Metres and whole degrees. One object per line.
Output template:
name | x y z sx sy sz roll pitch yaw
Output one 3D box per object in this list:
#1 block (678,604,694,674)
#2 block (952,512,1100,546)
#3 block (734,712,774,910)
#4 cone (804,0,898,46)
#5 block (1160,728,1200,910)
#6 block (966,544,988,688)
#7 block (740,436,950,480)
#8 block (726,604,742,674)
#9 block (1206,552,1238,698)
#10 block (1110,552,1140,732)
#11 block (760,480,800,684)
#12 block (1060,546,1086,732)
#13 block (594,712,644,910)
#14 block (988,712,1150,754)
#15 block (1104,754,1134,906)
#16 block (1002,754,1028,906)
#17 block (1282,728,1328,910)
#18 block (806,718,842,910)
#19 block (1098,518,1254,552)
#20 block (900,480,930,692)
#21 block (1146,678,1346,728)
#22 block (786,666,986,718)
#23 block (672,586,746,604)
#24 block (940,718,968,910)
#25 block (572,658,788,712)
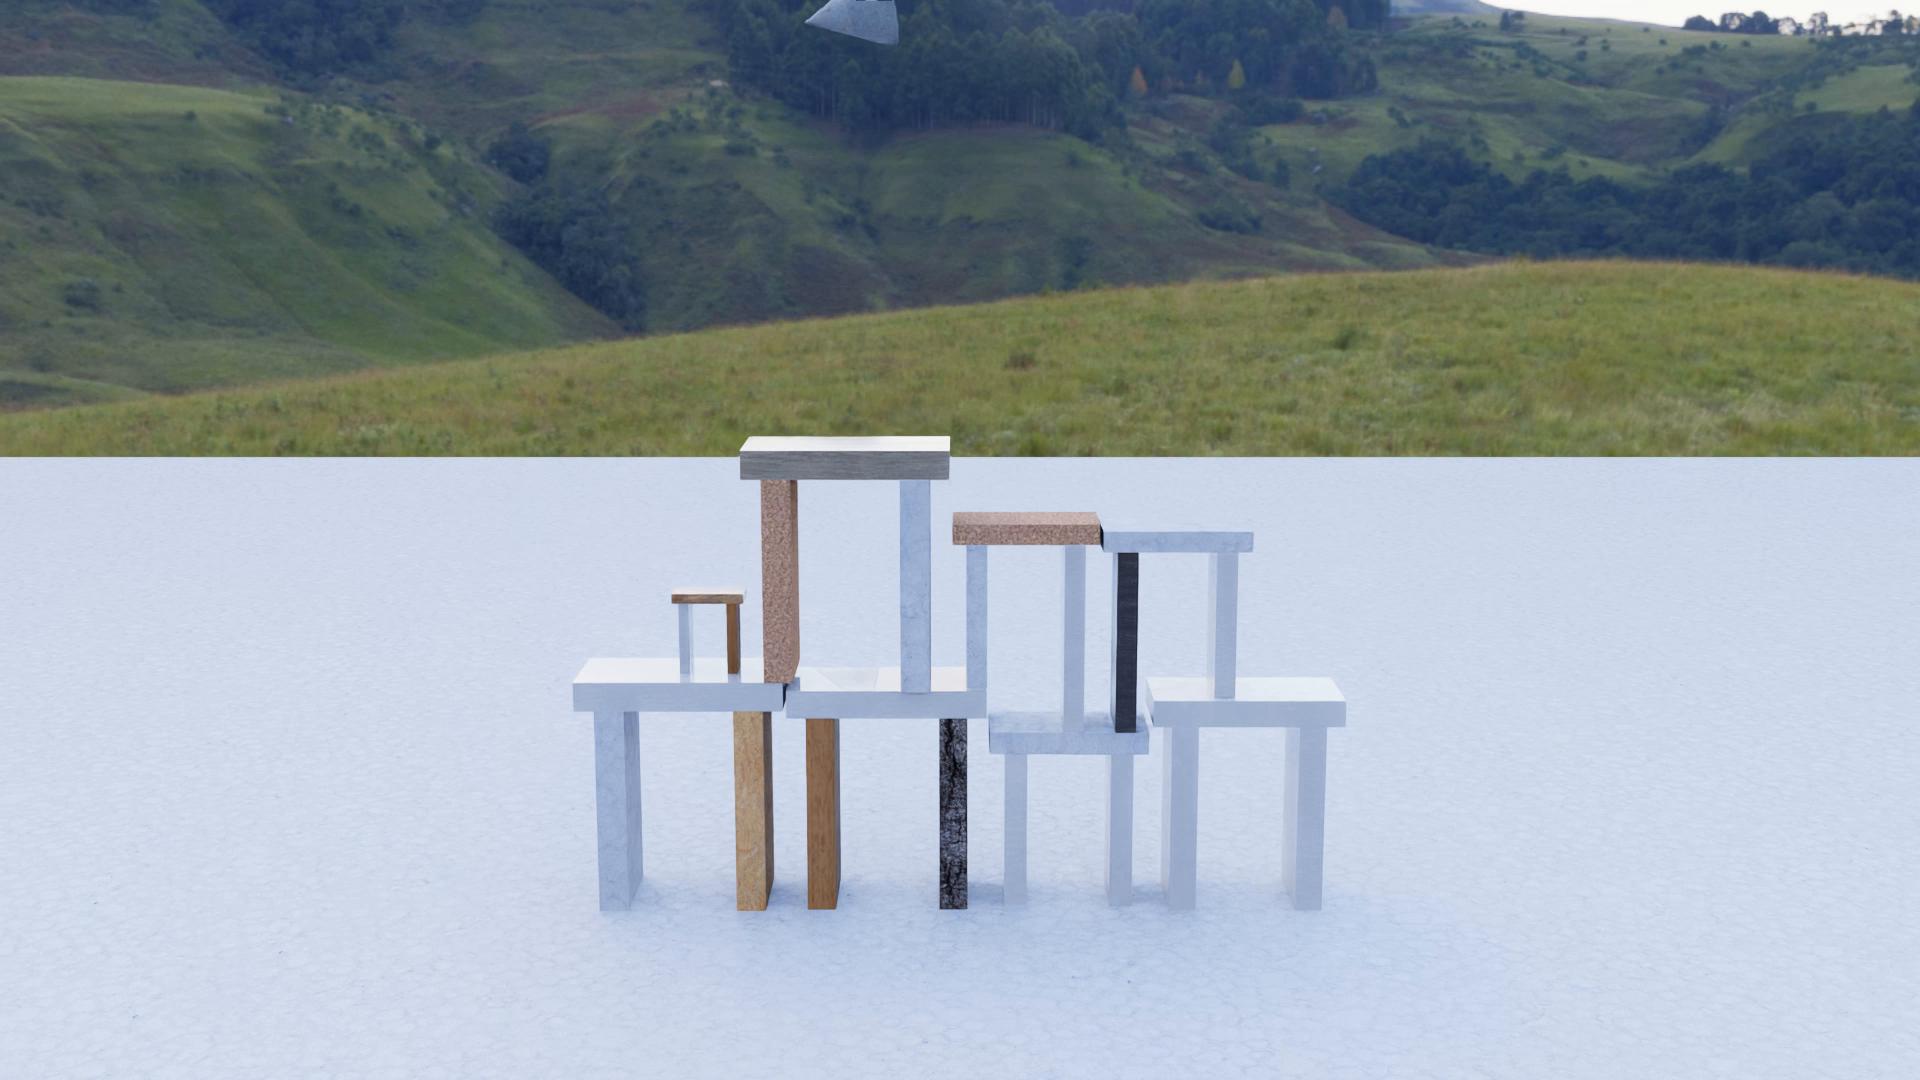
block | -0.447 0.155 3.593 0.016 0.116 0.058 0 11 0
block | 0.105 -0.019 3.556 0.235 0.033 0.117 0 11 0
block | -0.340 0.425 3.640 0.048 0.336 0.168 0 11 0
cone | -0.314 -1.438 6.008 0.234 0.234 0.234 -15 13 -10
block | 0.363 0.439 3.638 0.044 0.309 0.154 0 11 0
block | 0.027 0.113 3.581 0.033 0.235 0.117 0 11 0
block | -0.181 -0.132 3.531 0.329 0.047 0.164 0 11 0
block | -0.370 0.155 3.593 0.016 0.116 0.058 0 11 0
block | 0.427 0.126 3.582 0.034 0.239 0.119 0 11 0
block | 0.268 0.155 3.587 0.034 0.296 0.119 0 11 0
block | -0.290 0.053 3.565 0.047 0.328 0.164 0 11 0
block | 0.184 0.149 3.588 0.033 0.308 0.117 0 11 0
block | -0.564 0.425 3.640 0.048 0.336 0.168 0 11 0
block | 0.177 0.317 3.622 0.258 0.037 0.129 0 11 0
block | 0.263 0.462 3.649 0.037 0.258 0.129 0 10 0
block | 0.091 0.462 3.649 0.037 0.258 0.129 0 11 0
block | 0.569 0.439 3.638 0.044 0.309 0.154 0 11 0
block | -0.226 0.431 3.644 0.046 0.322 0.161 0 11 0
block | 0.347 -0.007 3.557 0.239 0.034 0.119 0 11 0
block | -0.072 0.060 3.566 0.047 0.344 0.164 0 11 0
block | 0.466 0.265 3.606 0.309 0.044 0.154 0 11 0
block | -0.118 0.250 3.610 0.322 0.046 0.161 0 11 0
block | -0.409 0.090 3.581 0.116 0.016 0.058 0 11 0
block | -0.011 0.431 3.644 0.046 0.322 0.161 0 11 0
block | -0.452 0.236 3.604 0.336 0.048 0.168 0 11 0
